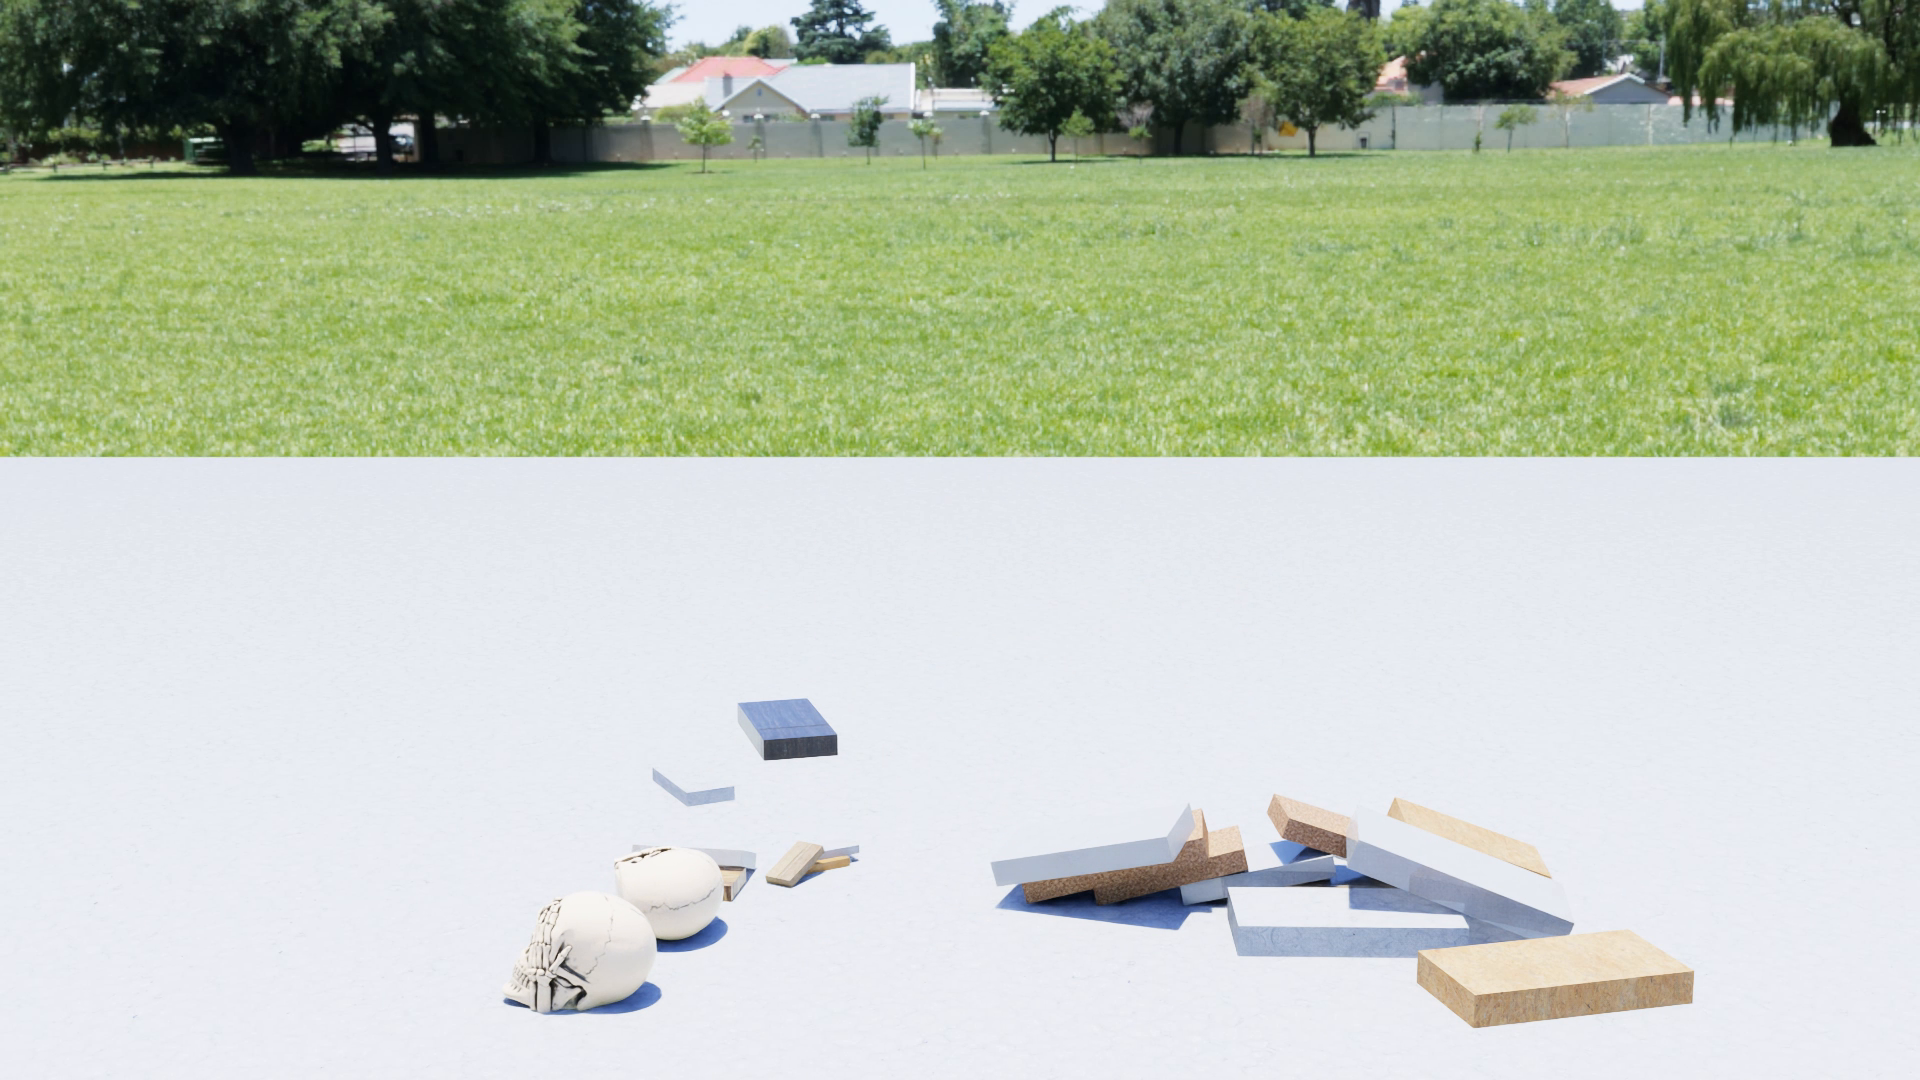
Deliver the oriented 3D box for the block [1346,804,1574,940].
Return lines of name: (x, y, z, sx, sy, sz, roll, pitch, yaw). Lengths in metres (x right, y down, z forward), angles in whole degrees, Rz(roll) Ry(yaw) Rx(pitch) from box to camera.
block: (0.792, 0.535, 3.503, 0.353, 0.050, 0.176, 21, 14, 5)

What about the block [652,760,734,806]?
block: (-0.515, 0.469, 4.244, 0.096, 0.027, 0.193, -5, 12, -27)

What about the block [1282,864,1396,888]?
block: (0.665, 0.577, 3.638, 0.259, 0.037, 0.130, 1, 11, 6)

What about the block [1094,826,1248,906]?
block: (0.347, 0.540, 3.657, 0.254, 0.036, 0.127, -15, 9, 6)

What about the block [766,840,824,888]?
block: (-0.281, 0.552, 3.744, 0.052, 0.015, 0.104, 6, 31, 31)

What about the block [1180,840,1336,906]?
block: (0.491, 0.546, 3.657, 0.254, 0.036, 0.127, -11, 9, 5)

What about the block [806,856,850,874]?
block: (-0.248, 0.558, 3.801, 0.103, 0.015, 0.052, -6, 12, -31)

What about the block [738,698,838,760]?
block: (-0.364, 0.394, 4.604, 0.153, 0.043, 0.306, -3, 11, -15)

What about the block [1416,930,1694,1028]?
block: (0.875, 0.644, 3.242, 0.353, 0.050, 0.176, -3, 11, -15)

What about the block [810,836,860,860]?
block: (-0.233, 0.539, 3.826, 0.103, 0.015, 0.052, -6, 12, -29)

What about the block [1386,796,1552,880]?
block: (0.856, 0.515, 3.704, 0.259, 0.037, 0.130, 20, 15, -4)

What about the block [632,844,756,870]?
block: (-0.454, 0.542, 3.760, 0.193, 0.027, 0.096, 2, -11, 10)

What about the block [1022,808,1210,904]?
block: (0.259, 0.524, 3.654, 0.306, 0.043, 0.153, -14, 9, 8)

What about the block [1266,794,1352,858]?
block: (0.645, 0.495, 3.654, 0.254, 0.036, 0.127, 18, 10, -7)

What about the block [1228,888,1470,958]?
block: (0.607, 0.602, 3.466, 0.353, 0.050, 0.176, 0, 11, 2)

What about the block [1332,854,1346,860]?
block: (0.766, 0.543, 3.822, 0.130, 0.037, 0.259, -9, 14, -41)

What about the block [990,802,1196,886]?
block: (0.218, 0.498, 3.601, 0.306, 0.043, 0.153, -12, 10, 22)

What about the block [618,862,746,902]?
block: (-0.465, 0.572, 3.689, 0.193, 0.027, 0.096, 2, 11, 9)
